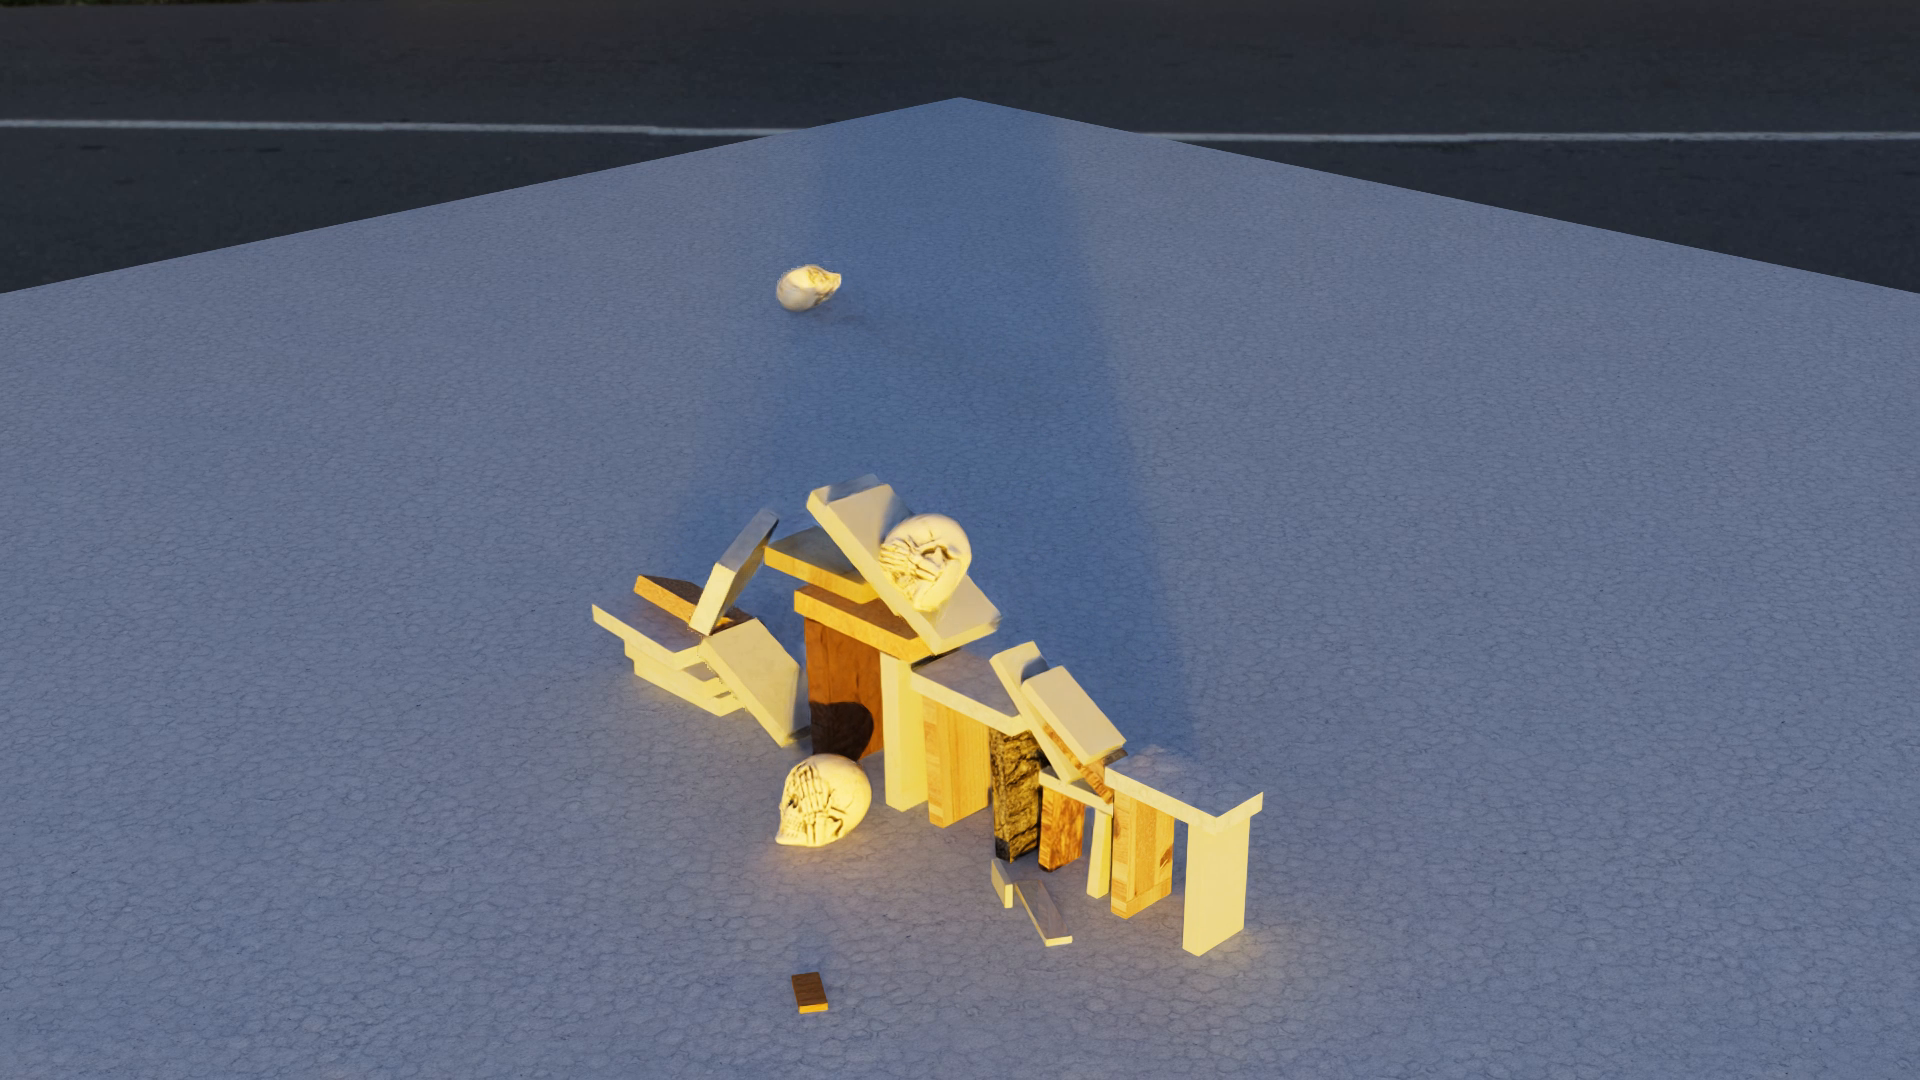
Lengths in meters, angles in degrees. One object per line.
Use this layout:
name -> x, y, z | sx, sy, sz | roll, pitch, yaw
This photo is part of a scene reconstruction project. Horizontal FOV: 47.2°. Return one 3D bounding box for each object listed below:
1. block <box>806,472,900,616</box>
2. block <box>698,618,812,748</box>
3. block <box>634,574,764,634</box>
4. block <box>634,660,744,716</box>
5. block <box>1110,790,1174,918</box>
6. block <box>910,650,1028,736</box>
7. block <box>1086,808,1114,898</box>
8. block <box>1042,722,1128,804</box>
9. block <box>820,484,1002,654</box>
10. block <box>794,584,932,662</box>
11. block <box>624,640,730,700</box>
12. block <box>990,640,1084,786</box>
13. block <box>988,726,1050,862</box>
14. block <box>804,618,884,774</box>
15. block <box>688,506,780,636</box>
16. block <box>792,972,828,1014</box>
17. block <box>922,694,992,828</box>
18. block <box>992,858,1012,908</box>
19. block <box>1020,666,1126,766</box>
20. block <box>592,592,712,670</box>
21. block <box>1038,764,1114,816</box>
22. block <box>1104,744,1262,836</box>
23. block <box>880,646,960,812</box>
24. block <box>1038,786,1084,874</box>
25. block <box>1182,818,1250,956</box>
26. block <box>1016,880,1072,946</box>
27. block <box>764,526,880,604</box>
block -> -0.156, 0.005, 4.506 | 0.162, 0.046, 0.323 | -19, 57, -38
block -> -0.418, 0.309, 4.810 | 0.152, 0.043, 0.303 | -21, 57, -41
block -> -0.596, 0.153, 5.016 | 0.149, 0.042, 0.299 | 10, 10, -45
block -> -0.584, 0.307, 4.982 | 0.303, 0.043, 0.152 | 21, 31, 40
block -> 0.342, 0.563, 4.100 | 0.037, 0.261, 0.131 | 21, 31, 41
block -> 0.050, 0.296, 4.290 | 0.140, 0.040, 0.280 | -21, 31, -40
block -> 0.289, 0.577, 4.158 | 0.094, 0.188, 0.027 | -21, 36, -41
block -> 0.253, 0.399, 4.112 | 0.098, 0.028, 0.196 | -20, 59, -40
block -> -0.098, 0.055, 4.412 | 0.162, 0.046, 0.392 | -20, 58, -39
block -> -0.160, 0.148, 4.474 | 0.340, 0.048, 0.170 | 21, 31, 40
block -> -0.607, 0.267, 4.966 | 0.152, 0.043, 0.303 | -20, 30, -39
block -> 0.168, 0.327, 4.176 | 0.098, 0.028, 0.279 | -18, 69, -39
block -> 0.126, 0.472, 4.286 | 0.140, 0.280, 0.040 | -21, 26, -40
block -> -0.238, 0.301, 4.613 | 0.048, 0.340, 0.170 | 17, 28, 41
block -> -0.476, 0.062, 4.667 | 0.046, 0.162, 0.323 | 27, 25, 1
block -> -0.265, 0.796, 3.868 | 0.049, 0.014, 0.098 | -5, 24, -12
block -> -0.004, 0.421, 4.408 | 0.140, 0.280, 0.040 | -21, 27, -40
block -> 0.079, 0.650, 4.167 | 0.014, 0.049, 0.098 | -6, 24, -14
block -> 0.212, 0.328, 4.121 | 0.098, 0.028, 0.196 | -19, 58, -39
block -> -0.683, 0.200, 5.015 | 0.149, 0.042, 0.341 | -18, 29, -36
block -> 0.250, 0.462, 4.153 | 0.188, 0.027, 0.094 | 19, 30, 38
block -> 0.404, 0.450, 3.985 | 0.261, 0.037, 0.131 | 21, 31, 41
block -> -0.077, 0.364, 4.466 | 0.170, 0.340, 0.048 | -21, 29, -40
block -> 0.198, 0.542, 4.242 | 0.094, 0.188, 0.027 | -21, 34, -41
block -> 0.465, 0.611, 3.986 | 0.037, 0.261, 0.130 | 21, 31, 41
block -> 0.155, 0.694, 4.106 | 0.049, 0.014, 0.203 | -6, 24, -14
block -> -0.254, 0.049, 4.591 | 0.299, 0.042, 0.149 | 20, 31, 40
